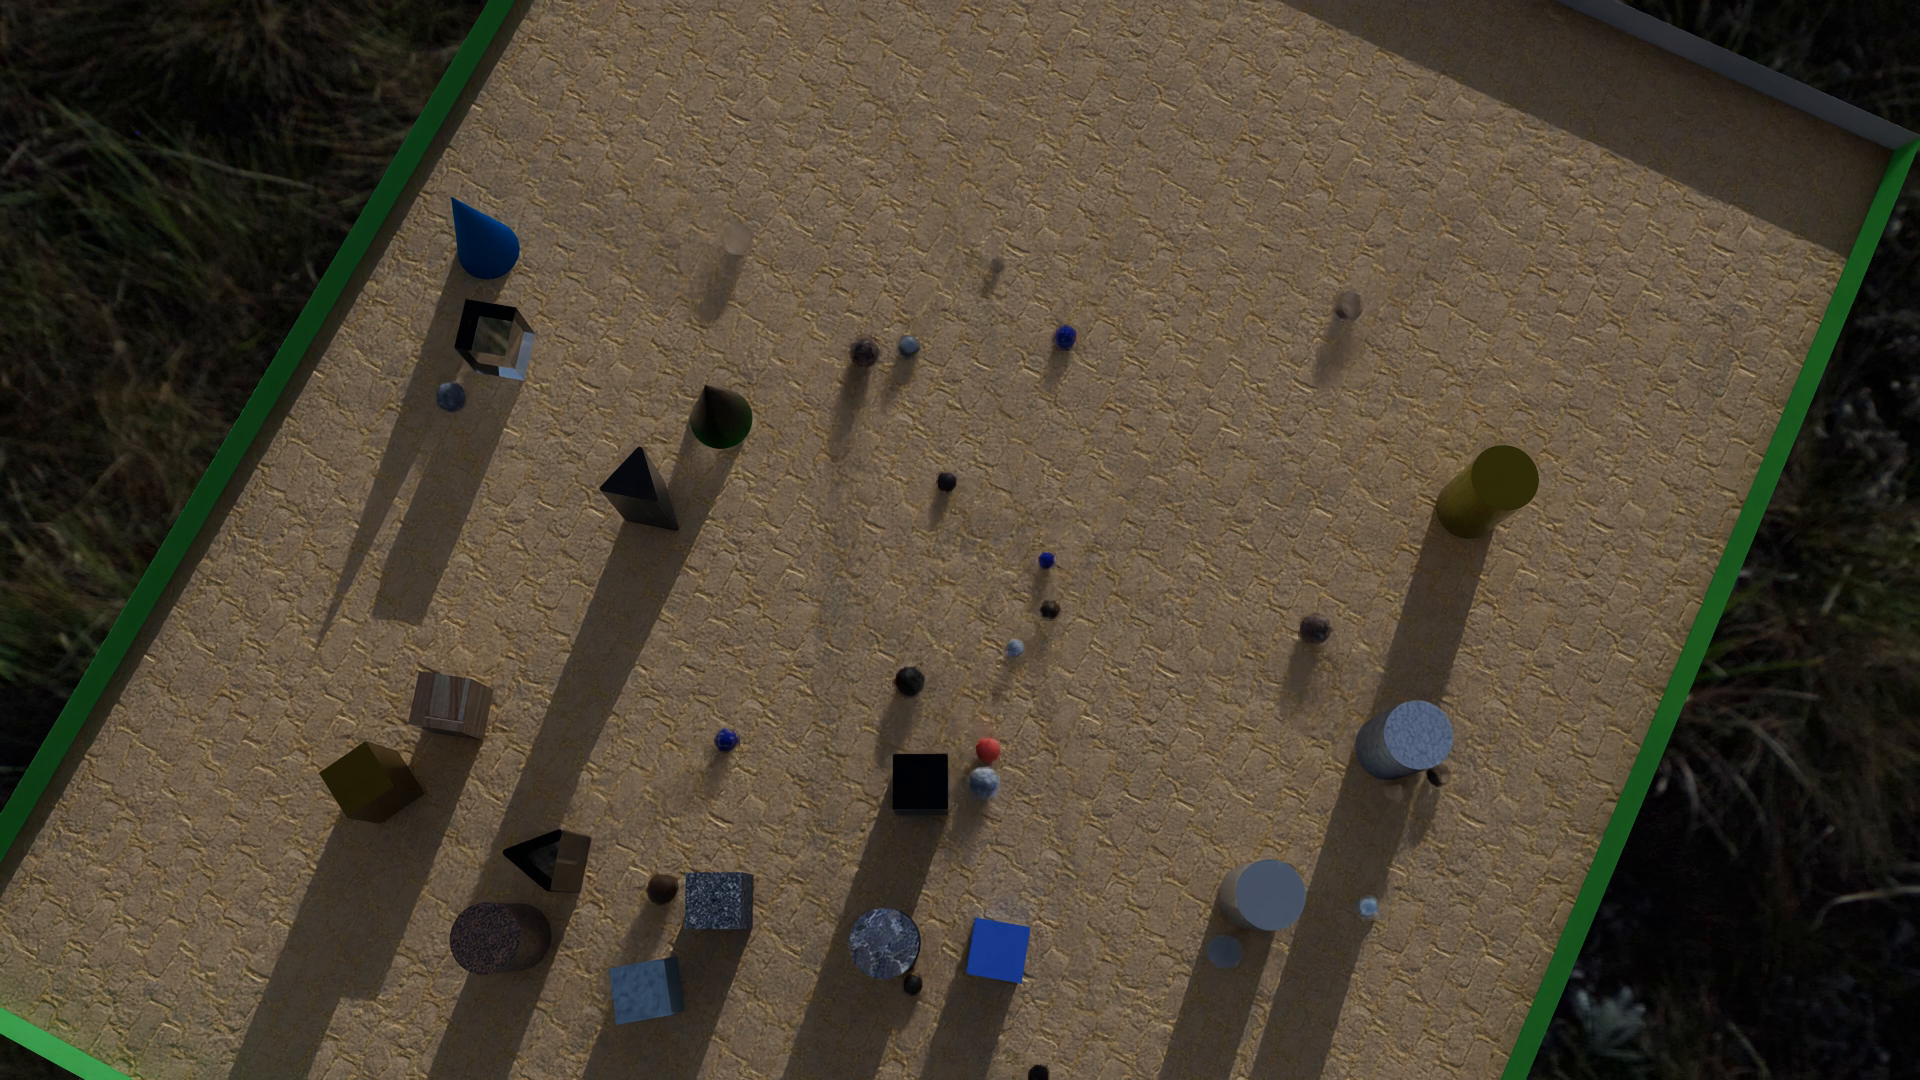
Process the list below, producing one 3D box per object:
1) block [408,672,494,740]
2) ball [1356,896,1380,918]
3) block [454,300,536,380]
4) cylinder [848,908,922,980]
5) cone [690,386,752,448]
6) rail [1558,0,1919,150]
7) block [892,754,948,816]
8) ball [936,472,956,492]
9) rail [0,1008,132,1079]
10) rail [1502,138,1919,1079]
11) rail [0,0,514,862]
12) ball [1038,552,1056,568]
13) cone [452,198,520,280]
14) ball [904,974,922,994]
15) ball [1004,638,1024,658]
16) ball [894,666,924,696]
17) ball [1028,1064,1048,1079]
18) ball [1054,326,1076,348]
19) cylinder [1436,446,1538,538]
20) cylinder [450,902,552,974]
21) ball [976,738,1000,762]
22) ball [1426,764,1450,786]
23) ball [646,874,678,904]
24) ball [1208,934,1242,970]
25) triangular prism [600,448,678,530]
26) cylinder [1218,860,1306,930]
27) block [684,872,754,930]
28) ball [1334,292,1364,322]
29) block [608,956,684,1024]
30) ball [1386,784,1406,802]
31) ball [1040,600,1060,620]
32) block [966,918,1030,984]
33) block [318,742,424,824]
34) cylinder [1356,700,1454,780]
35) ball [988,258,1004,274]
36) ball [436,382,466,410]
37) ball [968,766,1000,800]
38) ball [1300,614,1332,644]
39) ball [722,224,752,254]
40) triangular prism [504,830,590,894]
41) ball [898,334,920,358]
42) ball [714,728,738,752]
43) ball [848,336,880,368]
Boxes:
[{"bbox_3d":[-1.494,0.489,5.388,0.155,0.249,0.155,8,78,2],"label":"block"},{"bbox_3d":[1.193,1.073,5.360,0.068,0.068,0.068,0,78,0],"label":"ball"},{"bbox_3d":[-1.422,-0.611,5.614,0.155,0.253,0.155,10,78,2],"label":"block"},{"bbox_3d":[-0.211,1.148,5.224,0.194,0.303,0.194,0,78,0],"label":"cylinder"},{"bbox_3d":[-0.741,-0.414,5.514,0.194,0.368,0.194,0,78,0],"label":"cone"},{"bbox_3d":[1.109,-2.165,5.999,4.256,0.126,0.045,26,80,5],"label":"rail"},{"bbox_3d":[-0.112,0.712,5.318,0.155,0.297,0.155,0,78,0],"label":"block"},{"bbox_3d":[-0.040,-0.178,5.622,0.062,0.062,0.062,0,78,0],"label":"ball"},{"bbox_3d":[-1.109,2.178,5.100,4.256,0.126,0.045,26,80,5],"label":"rail"},{"bbox_3d":[1.882,0.928,5.359,0.045,0.126,5.006,26,80,5],"label":"rail"},{"bbox_3d":[-1.882,-0.915,5.740,0.045,0.126,5.006,26,80,5],"label":"rail"},{"bbox_3d":[0.264,0.062,5.577,0.052,0.052,0.052,0,78,0],"label":"ball"},{"bbox_3d":[-1.493,-0.963,5.591,0.194,0.440,0.194,0,78,0],"label":"cone"},{"bbox_3d":[-0.137,1.291,5.321,0.055,0.055,0.055,0,78,0],"label":"ball"},{"bbox_3d":[0.164,0.327,5.519,0.058,0.058,0.058,0,78,0],"label":"ball"},{"bbox_3d":[-0.151,0.423,5.483,0.089,0.089,0.089,0,78,0],"label":"ball"},{"bbox_3d":[0.225,1.540,5.267,0.061,0.061,0.061,0,78,0],"label":"ball"},{"bbox_3d":[0.329,-0.633,5.712,0.070,0.070,0.070,0,78,0],"label":"ball"},{"bbox_3d":[1.561,-0.138,5.443,0.194,0.397,0.194,0,78,0],"label":"cylinder"},{"bbox_3d":[-1.296,1.126,5.188,0.194,0.384,0.194,0,78,0],"label":"cylinder"},{"bbox_3d":[0.083,0.625,5.450,0.074,0.074,0.074,0,78,0],"label":"ball"},{"bbox_3d":[1.419,0.697,5.437,0.068,0.068,0.068,0,78,0],"label":"ball"},{"bbox_3d":[-0.872,1.022,5.360,0.089,0.089,0.089,0,78,0],"label":"ball"},{"bbox_3d":[0.772,1.196,5.320,0.097,0.097,0.097,0,78,0],"label":"ball"},{"bbox_3d":[-0.932,-0.158,5.443,0.168,0.403,0.145,11,79,2],"label":"triangular prism"},{"bbox_3d":[0.860,1.015,5.234,0.194,0.338,0.194,0,78,0],"label":"cylinder"},{"bbox_3d":[-0.687,1.035,5.250,0.155,0.298,0.155,0,78,0],"label":"block"},{"bbox_3d":[1.213,-0.728,5.720,0.094,0.094,0.094,0,78,0],"label":"ball"},{"bbox_3d":[-0.891,1.283,5.225,0.155,0.246,0.155,-10,78,-2],"label":"block"},{"bbox_3d":[1.293,0.748,5.433,0.055,0.055,0.055,0,78,0],"label":"ball"},{"bbox_3d":[0.273,0.211,5.543,0.058,0.058,0.058,0,78,0],"label":"ball"},{"bbox_3d":[0.107,1.170,5.233,0.155,0.276,0.155,9,78,2],"label":"block"},{"bbox_3d":[-1.702,0.706,5.316,0.155,0.302,0.155,-35,80,-7],"label":"block"},{"bbox_3d":[1.280,0.583,5.302,0.194,0.380,0.194,0,78,0],"label":"cylinder"},{"bbox_3d":[0.115,-0.862,5.770,0.050,0.050,0.050,0,78,0],"label":"ball"},{"bbox_3d":[-1.575,-0.445,5.663,0.090,0.090,0.090,0,78,0],"label":"ball"},{"bbox_3d":[0.072,0.718,5.419,0.096,0.096,0.096,0,78,0],"label":"ball"},{"bbox_3d":[1.070,0.267,5.514,0.093,0.093,0.093,0,78,0],"label":"ball"},{"bbox_3d":[-0.701,-0.946,5.763,0.096,0.096,0.096,0,78,0],"label":"ball"},{"bbox_3d":[-1.142,0.893,5.222,0.168,0.411,0.145,39,81,7],"label":"triangular prism"},{"bbox_3d":[-0.159,-0.604,5.705,0.071,0.071,0.071,0,78,0],"label":"ball"},{"bbox_3d":[-0.697,0.597,5.458,0.069,0.069,0.069,0,78,0],"label":"ball"},{"bbox_3d":[-0.298,-0.583,5.689,0.094,0.094,0.094,0,78,0],"label":"ball"}]
